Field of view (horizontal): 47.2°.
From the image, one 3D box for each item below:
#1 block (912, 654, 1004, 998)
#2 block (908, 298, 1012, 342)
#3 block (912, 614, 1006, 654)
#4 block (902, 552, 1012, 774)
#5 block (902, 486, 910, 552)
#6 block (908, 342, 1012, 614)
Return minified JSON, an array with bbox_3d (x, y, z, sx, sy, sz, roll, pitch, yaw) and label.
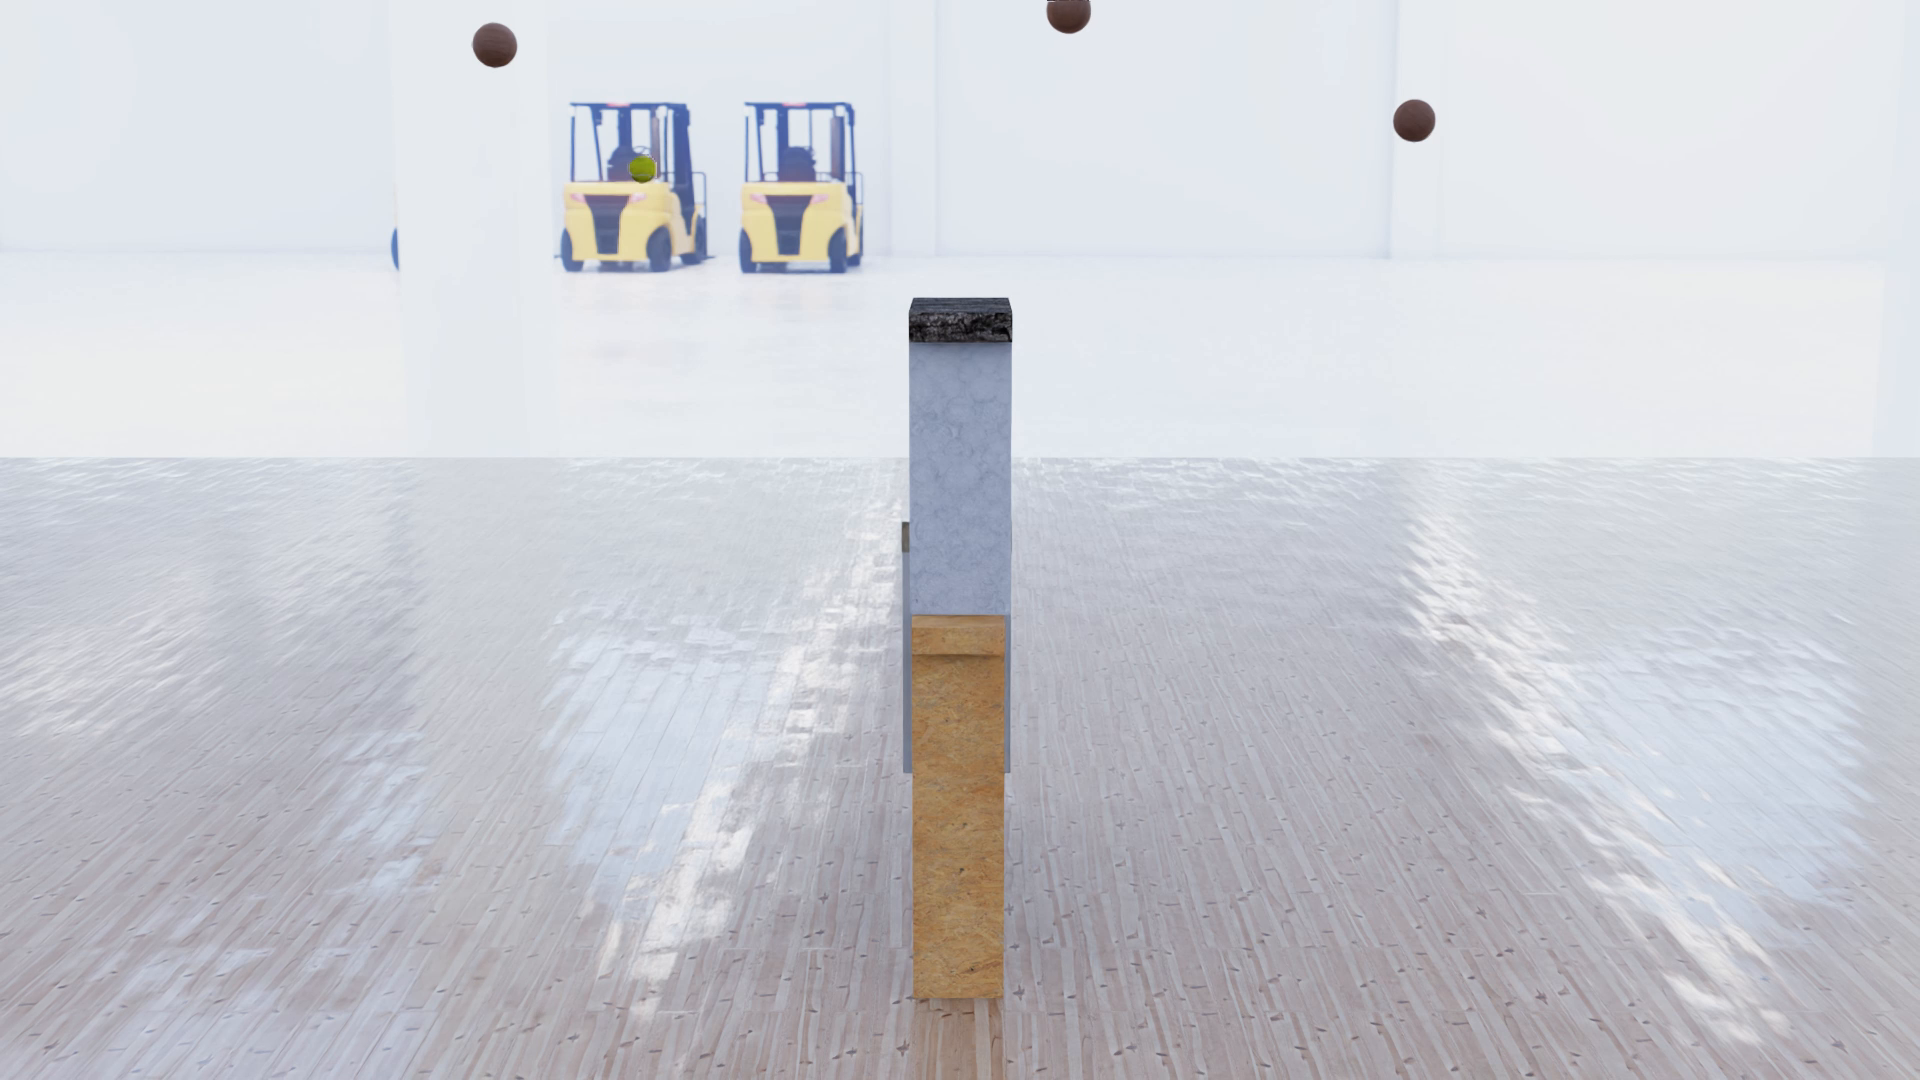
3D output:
[{"bbox_3d":[-0.002,0.411,3.198,0.132,0.525,0.037,0,10,0],"label":"block"},{"bbox_3d":[0.001,-0.324,3.225,0.146,0.041,0.292,0,11,0],"label":"block"},{"bbox_3d":[-0.002,0.118,3.234,0.132,0.037,0.265,0,11,0],"label":"block"},{"bbox_3d":[-0.005,0.185,3.442,0.168,0.359,0.048,0,10,0],"label":"block"},{"bbox_3d":[-0.005,-0.036,3.516,0.168,0.048,0.337,0,11,0],"label":"block"},{"bbox_3d":[0.001,-0.091,3.169,0.146,0.397,0.041,0,11,0],"label":"block"}]
